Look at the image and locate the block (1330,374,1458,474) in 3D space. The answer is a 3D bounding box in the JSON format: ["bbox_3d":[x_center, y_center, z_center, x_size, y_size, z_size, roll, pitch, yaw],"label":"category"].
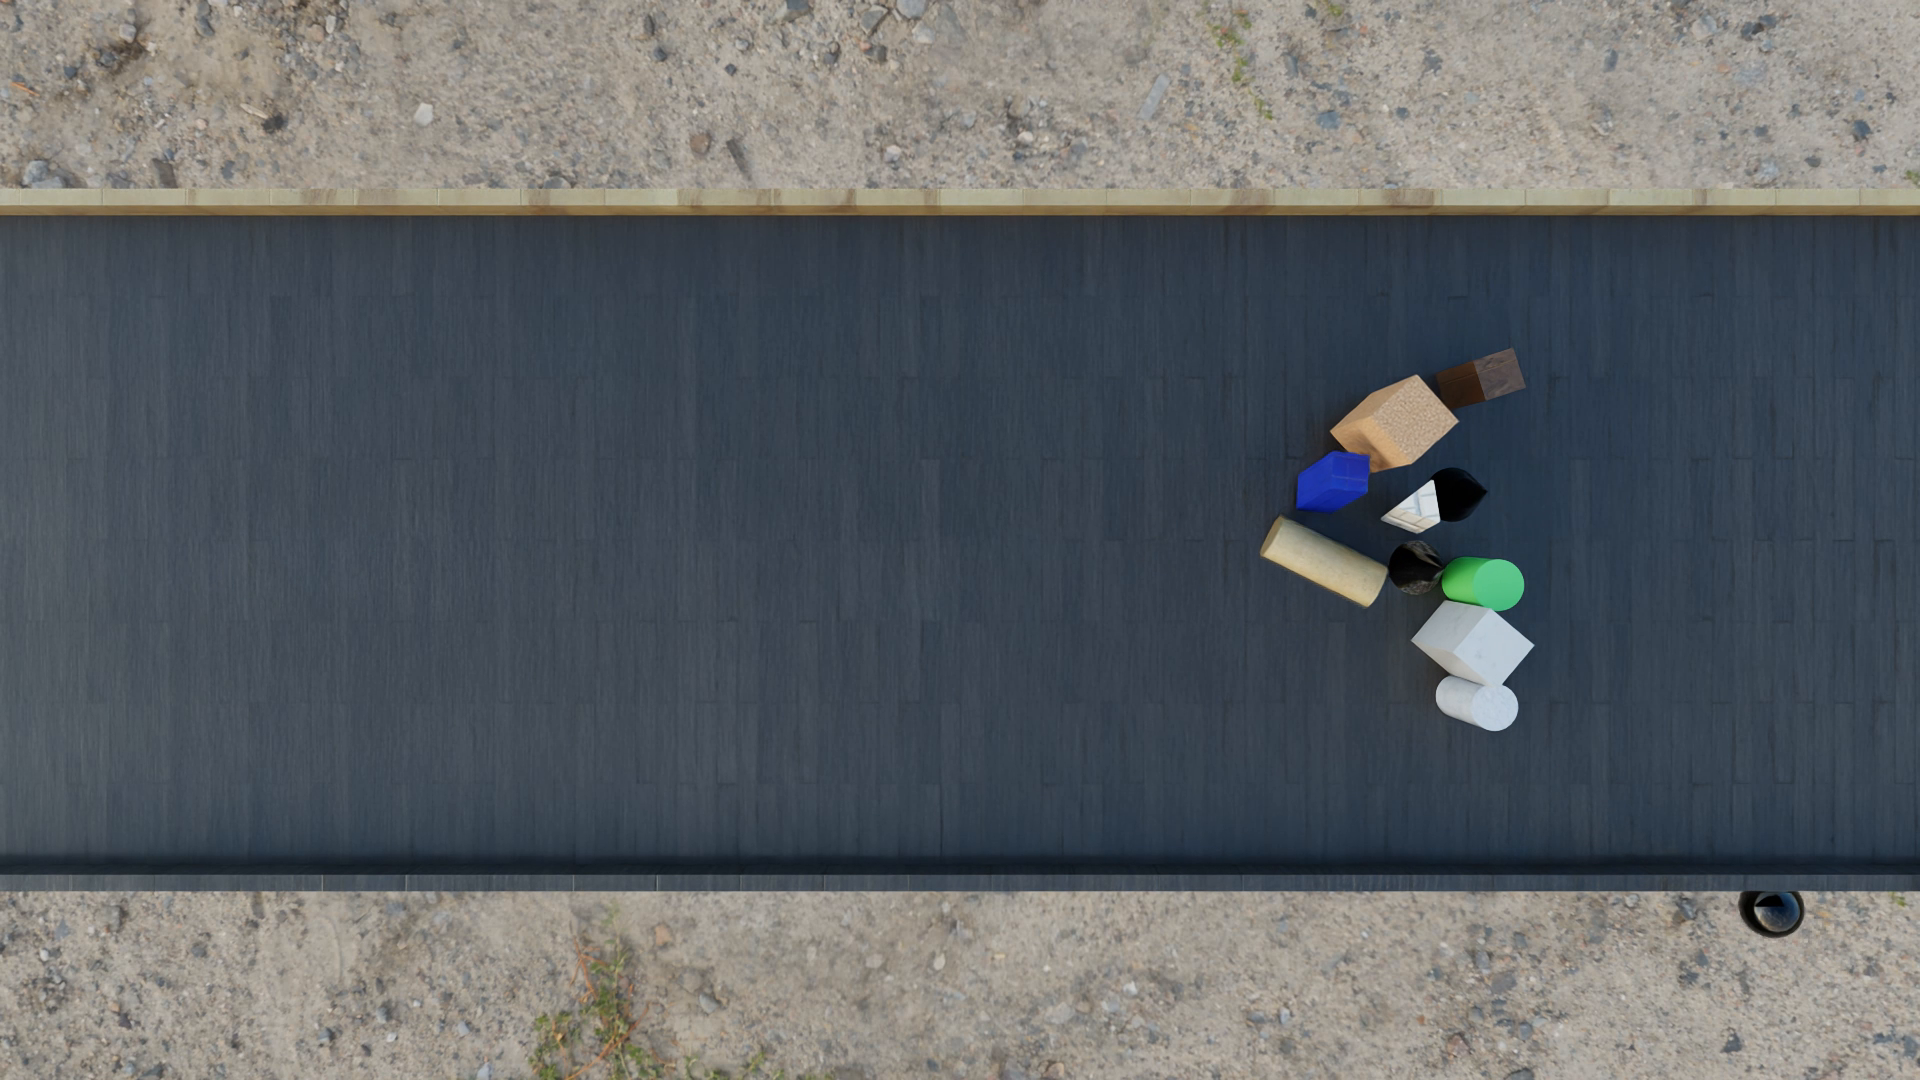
[{"bbox_3d":[1.267,-0.334,4.846,0.178,0.454,0.178,-42,90,-2],"label":"block"}]

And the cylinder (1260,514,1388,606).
[{"bbox_3d":[1.105,0.063,5.007,0.355,0.139,0.139,26,90,0],"label":"cylinder"}]

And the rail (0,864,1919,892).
[{"bbox_3d":[-2.247,1.025,5.001,12.000,0.150,0.050,0,90,0],"label":"rail"}]

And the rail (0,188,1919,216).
[{"bbox_3d":[-2.247,-1.025,5.002,12.000,0.150,0.050,0,90,0],"label":"rail"}]

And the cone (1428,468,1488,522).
[{"bbox_3d":[1.515,-0.139,4.904,0.168,0.345,0.168,0,90,0],"label":"cone"}]

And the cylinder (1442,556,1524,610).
[{"bbox_3d":[1.557,0.128,4.924,0.150,0.302,0.150,0,91,0],"label":"cylinder"}]

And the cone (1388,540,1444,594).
[{"bbox_3d":[1.403,0.084,4.926,0.167,0.301,0.167,0,90,0],"label":"cone"}]

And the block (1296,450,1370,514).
[{"bbox_3d":[1.108,-0.169,4.912,0.111,0.304,0.111,7,78,-6],"label":"block"}]

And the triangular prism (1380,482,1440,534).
[{"bbox_3d":[1.348,-0.106,4.879,0.122,0.384,0.106,22,88,8],"label":"triangular prism"}]

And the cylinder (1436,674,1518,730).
[{"bbox_3d":[1.536,0.481,4.914,0.136,0.321,0.136,0,91,-2],"label":"cylinder"}]

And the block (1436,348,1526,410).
[{"bbox_3d":[1.538,-0.473,4.889,0.121,0.375,0.121,-18,90,0],"label":"block"}]

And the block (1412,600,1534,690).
[{"bbox_3d":[1.503,0.303,4.860,0.163,0.428,0.163,40,91,-1],"label":"block"}]

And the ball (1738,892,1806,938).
[{"bbox_3d":[3.318,1.503,6.744,0.247,0.247,0.247,0,90,0],"label":"ball"}]
